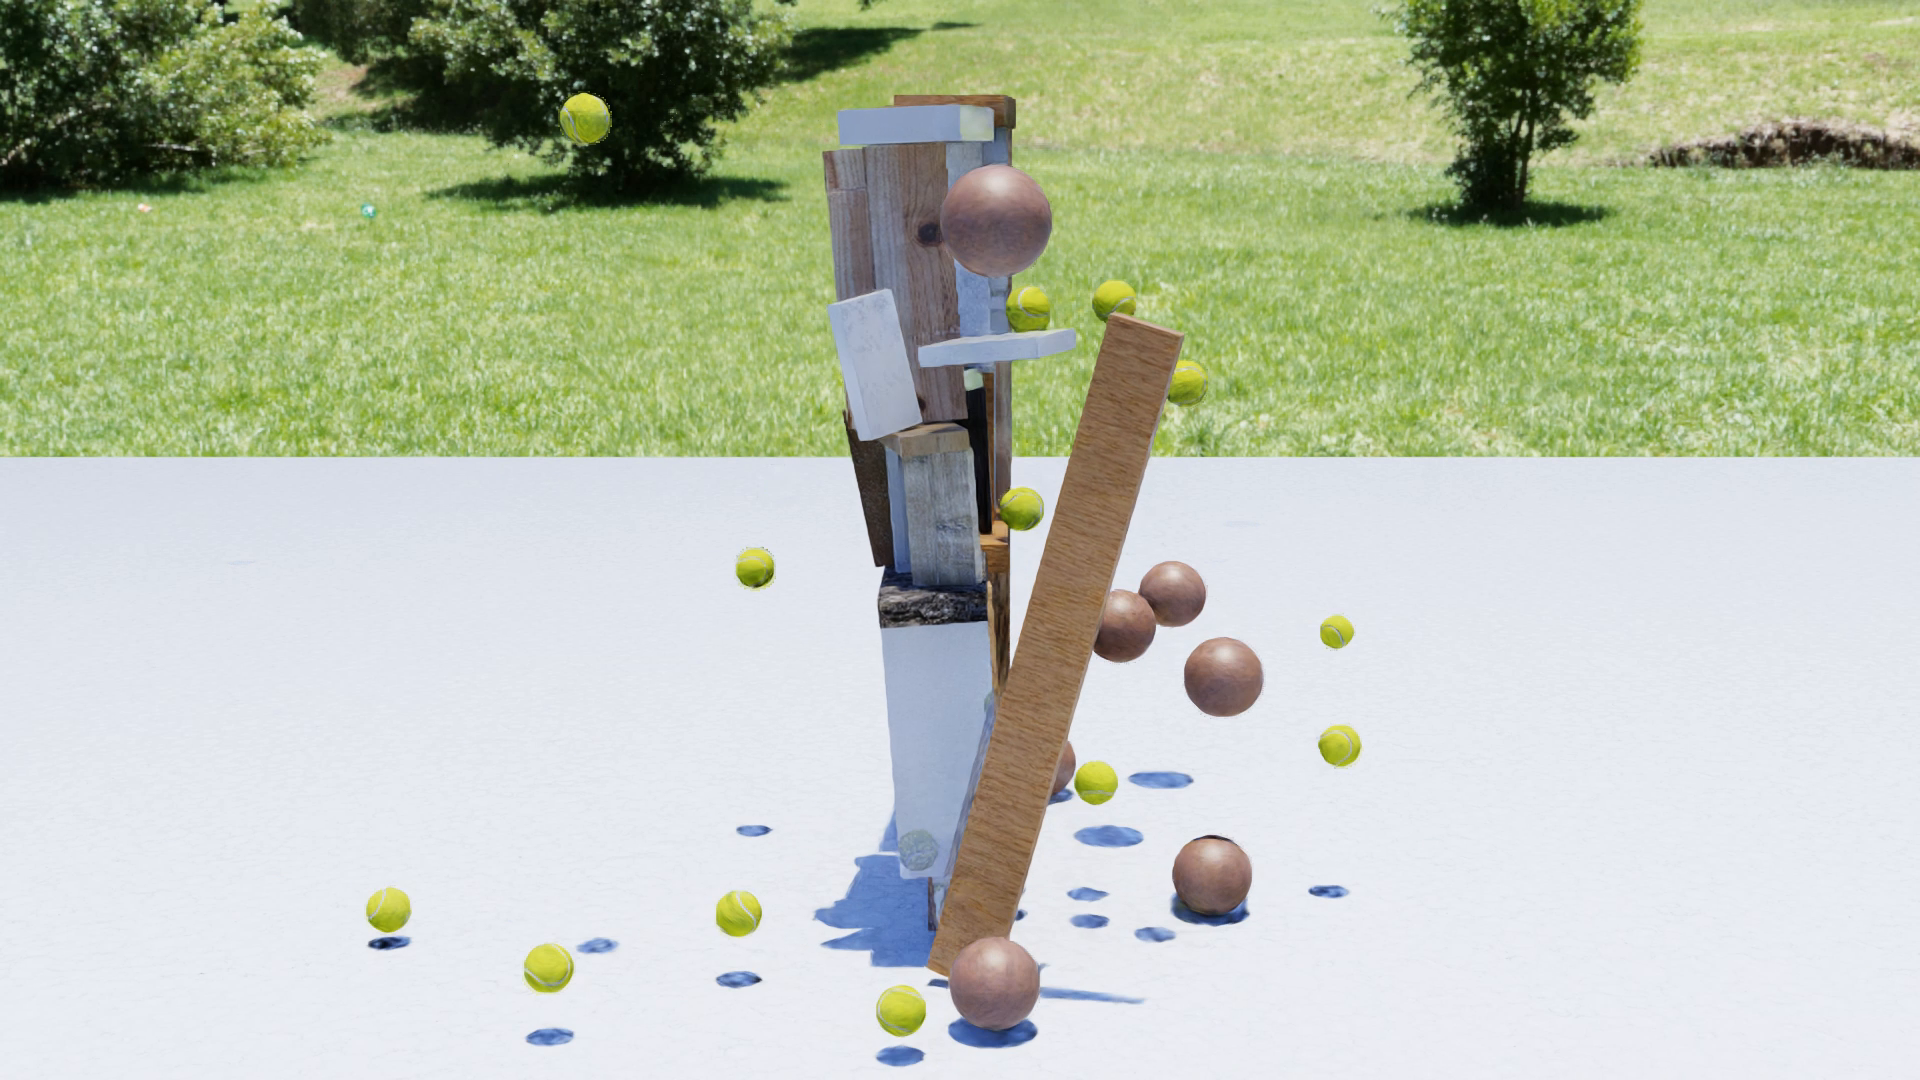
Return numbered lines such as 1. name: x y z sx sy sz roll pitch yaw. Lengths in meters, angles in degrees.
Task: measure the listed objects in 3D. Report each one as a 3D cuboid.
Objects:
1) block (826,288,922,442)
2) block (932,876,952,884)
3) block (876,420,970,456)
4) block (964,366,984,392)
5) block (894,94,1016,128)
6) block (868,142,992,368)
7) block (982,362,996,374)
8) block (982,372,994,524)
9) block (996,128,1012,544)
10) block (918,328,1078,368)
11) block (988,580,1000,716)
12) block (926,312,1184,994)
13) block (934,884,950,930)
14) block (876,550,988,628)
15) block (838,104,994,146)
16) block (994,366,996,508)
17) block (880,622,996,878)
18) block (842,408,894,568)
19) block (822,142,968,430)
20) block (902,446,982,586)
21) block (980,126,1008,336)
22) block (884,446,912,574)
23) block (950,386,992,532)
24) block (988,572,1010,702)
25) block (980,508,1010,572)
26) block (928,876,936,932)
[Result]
1. block: -0.124 -0.257 3.225 0.102 0.203 0.029 -22 14 -39
2. block: -0.008 0.498 3.394 0.064 0.018 0.128 -3 11 2
3. block: -0.058 -0.156 3.288 0.101 0.029 0.202 -7 11 -12
4. block: -0.039 -0.252 3.490 0.117 0.033 0.234 -2 6 9
5. block: -0.004 -0.725 3.727 0.180 0.051 0.360 1 10 4
6. block: -0.050 -0.456 3.549 0.180 0.359 0.051 -4 6 -7
7. block: -0.005 -0.315 3.733 0.128 0.036 0.256 0 10 2
8. block: -0.008 -0.155 3.677 0.128 0.257 0.036 -1 10 -1
9. block: 0.001 -0.099 3.941 0.180 1.255 0.051 0 12 1
10. block: 0.052 -0.274 3.128 0.203 0.029 0.102 -1 11 35
11. block: -0.018 0.230 3.492 0.158 0.317 0.045 -5 11 0
12. block: 0.127 0.179 3.121 0.102 1.019 0.029 19 17 14
13. block: -0.004 0.580 3.361 0.064 0.128 0.018 -3 7 3
14. block: -0.038 0.073 3.356 0.158 0.045 0.317 -4 11 2
15. block: -0.061 -0.632 3.357 0.180 0.051 0.359 -1 10 9
16. block: -0.001 -0.048 3.867 0.128 0.535 0.036 -1 10 0
17. block: -0.024 0.308 3.296 0.158 0.395 0.045 -4 11 2
18. block: -0.101 -0.092 3.434 0.117 0.250 0.033 -12 10 -1
19. block: -0.097 -0.381 3.301 0.180 0.413 0.051 -6 8 -5
20. block: -0.026 -0.035 3.253 0.101 0.202 0.029 -1 11 20
21. block: -0.011 -0.500 3.646 0.180 0.360 0.051 0 10 1
22. block: -0.056 -0.055 3.375 0.101 0.202 0.029 -6 11 -8
23. block: -0.011 -0.129 3.587 0.117 0.234 0.033 -3 10 2
24. block: -0.002 0.206 3.601 0.166 0.331 0.047 0 10 1
25. block: -0.003 0.000 3.675 0.166 0.047 0.331 0 10 1
26. block: -0.003 0.523 3.492 0.098 0.196 0.028 0 11 1
